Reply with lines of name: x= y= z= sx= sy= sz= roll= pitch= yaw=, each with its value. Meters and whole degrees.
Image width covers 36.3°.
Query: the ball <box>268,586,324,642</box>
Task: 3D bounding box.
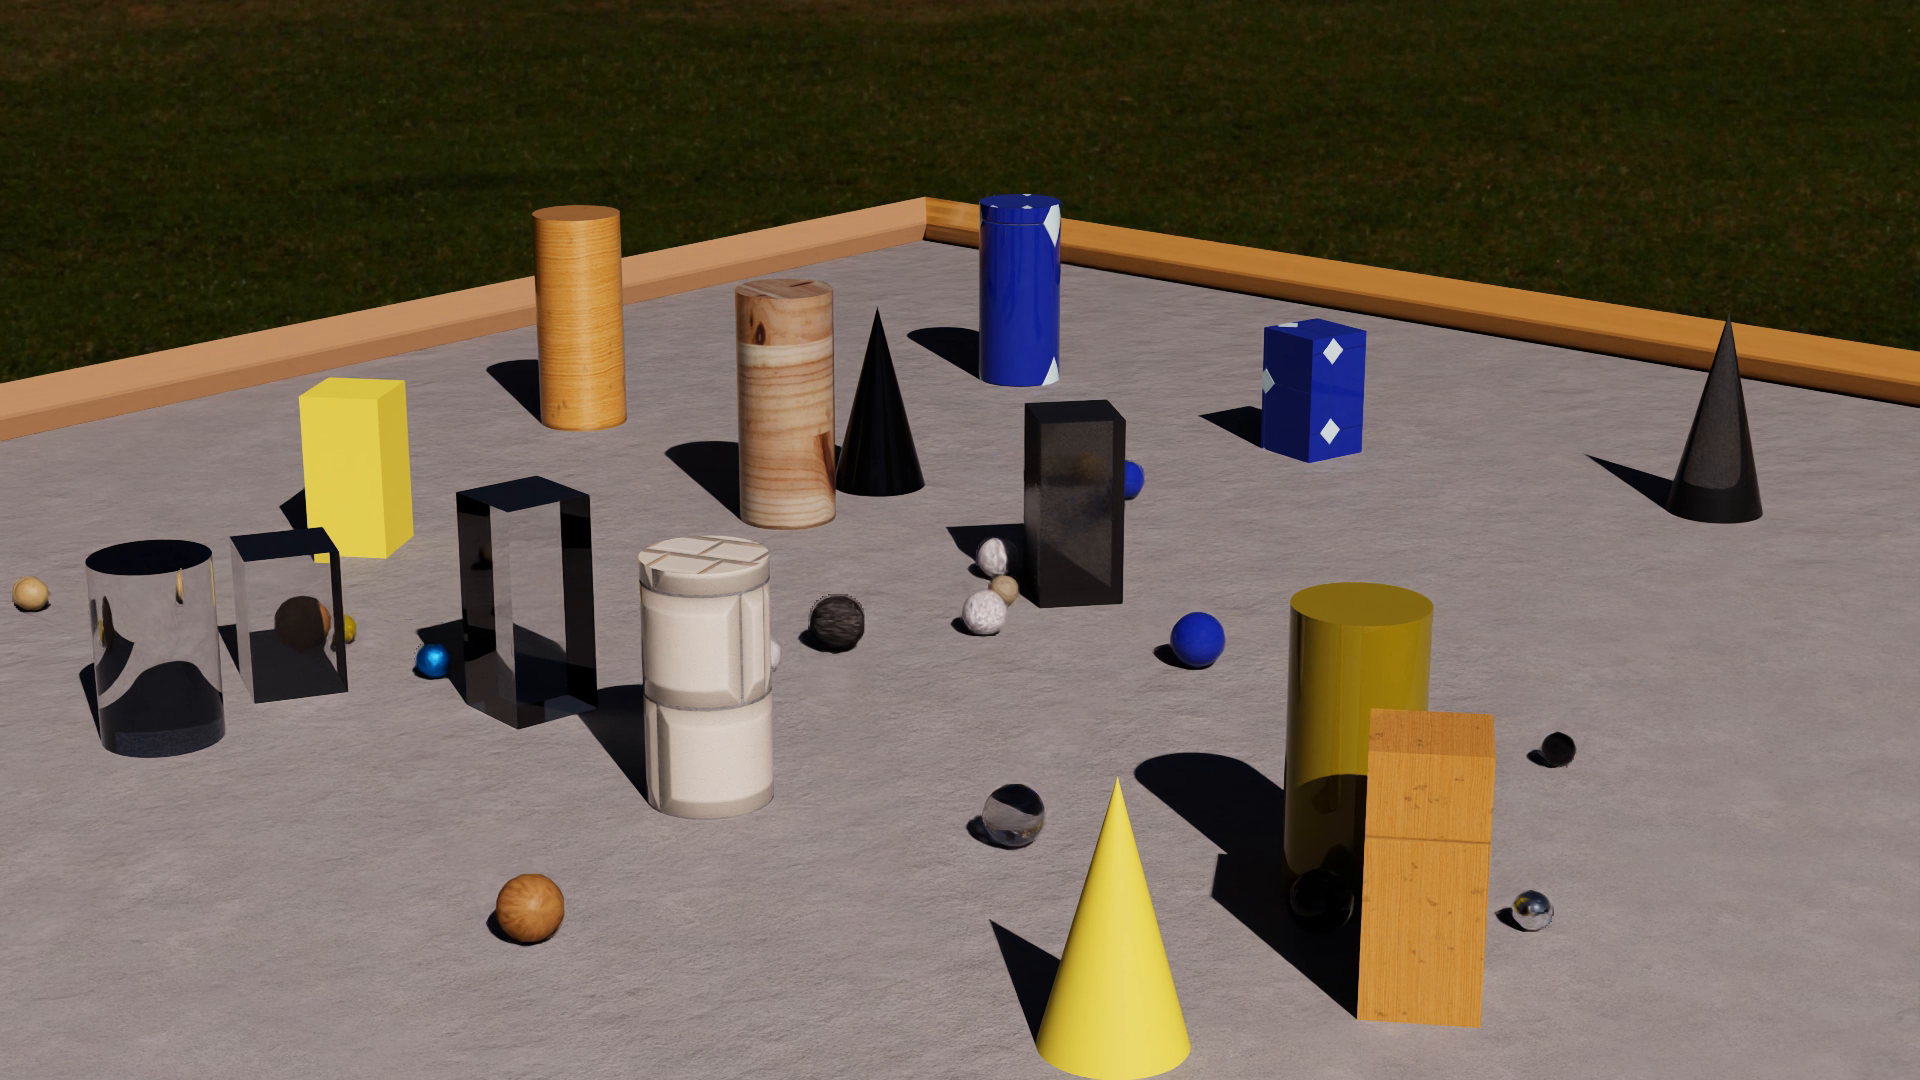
ball: x=-1.100 y=0.123 z=4.864 sx=0.091 sy=0.091 sz=0.091 roll=0 pitch=17 yaw=0

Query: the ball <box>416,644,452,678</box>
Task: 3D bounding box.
ball: x=-0.842 y=0.193 z=4.694 sx=0.056 sy=0.056 sz=0.056 roll=0 pitch=17 yaw=0

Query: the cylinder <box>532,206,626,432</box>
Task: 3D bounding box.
cylinder: x=-0.804 y=-0.470 z=6.206 sx=0.183 sy=0.449 sz=0.183 roll=0 pitch=17 yaw=0

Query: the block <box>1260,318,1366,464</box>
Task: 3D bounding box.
block: x=0.723 y=-0.307 z=6.002 sx=0.146 sy=0.255 sz=0.146 roll=-12 pitch=20 yaw=-34

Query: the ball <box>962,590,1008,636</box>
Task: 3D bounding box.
ball: x=0.041 y=0.121 z=4.898 sx=0.076 sy=0.076 sz=0.076 roll=0 pitch=17 yaw=0

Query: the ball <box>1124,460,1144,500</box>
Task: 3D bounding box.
ball: x=0.320 y=-0.116 z=5.682 sx=0.075 sy=0.075 sz=0.075 roll=0 pitch=17 yaw=0

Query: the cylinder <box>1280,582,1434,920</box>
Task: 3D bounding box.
cylinder: x=0.516 y=0.275 z=3.827 sx=0.183 sy=0.403 sz=0.183 roll=0 pitch=17 yaw=0

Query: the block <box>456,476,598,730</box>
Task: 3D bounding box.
block: x=-0.667 y=0.094 z=4.520 sx=0.146 sy=0.345 sz=0.146 roll=-14 pitch=22 yaw=-39

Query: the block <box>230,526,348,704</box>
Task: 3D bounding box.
block: x=-1.062 y=0.117 z=4.639 sx=0.146 sy=0.232 sz=0.146 roll=-7 pitch=18 yaw=-21

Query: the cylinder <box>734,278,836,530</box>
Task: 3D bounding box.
cylinder: x=-0.327 y=-0.256 z=5.512 sx=0.183 sy=0.441 sz=0.183 roll=0 pitch=17 yaw=0

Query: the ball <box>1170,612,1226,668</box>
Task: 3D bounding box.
ball: x=0.385 y=0.161 z=4.741 sx=0.090 sy=0.090 sz=0.090 roll=0 pitch=17 yaw=0

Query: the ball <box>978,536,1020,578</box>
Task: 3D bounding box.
ball: x=0.069 y=0.032 z=5.196 sx=0.074 sy=0.074 sz=0.074 roll=0 pitch=17 yaw=0

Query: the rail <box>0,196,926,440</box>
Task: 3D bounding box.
rail: x=-1.625 y=-0.379 z=6.472 sx=0.045 sy=0.119 sz=4.717 roll=14 pitch=22 yaw=39

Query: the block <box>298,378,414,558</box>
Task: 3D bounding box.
block: x=-1.101 y=-0.133 z=5.355 sx=0.146 sy=0.296 sz=0.146 roll=3 pitch=17 yaw=9

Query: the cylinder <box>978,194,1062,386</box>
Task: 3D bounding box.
cylinder: x=0.134 y=-0.561 z=6.587 sx=0.183 sy=0.403 sz=0.183 roll=0 pitch=17 yaw=0

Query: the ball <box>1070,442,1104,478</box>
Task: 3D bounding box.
ball: x=0.253 y=-0.159 z=5.836 sx=0.068 sy=0.068 sz=0.068 roll=0 pitch=17 yaw=0

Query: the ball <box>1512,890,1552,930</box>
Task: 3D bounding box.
ball: x=0.735 y=0.476 z=3.768 sx=0.051 sy=0.051 sz=0.051 roll=0 pitch=17 yaw=0

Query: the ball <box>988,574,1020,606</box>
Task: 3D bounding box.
ball: x=0.075 y=0.087 z=5.048 sx=0.054 sy=0.054 sz=0.054 roll=0 pitch=17 yaw=0

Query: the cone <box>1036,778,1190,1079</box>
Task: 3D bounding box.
cone: x=0.181 y=0.433 z=3.413 sx=0.183 sy=0.339 sz=0.183 roll=0 pitch=17 yaw=0

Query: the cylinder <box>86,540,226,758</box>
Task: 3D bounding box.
cylinder: x=-1.207 y=0.162 z=4.404 sx=0.183 sy=0.284 sz=0.183 roll=0 pitch=17 yaw=0

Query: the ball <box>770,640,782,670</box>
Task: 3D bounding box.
ball: x=-0.314 y=0.185 z=4.721 sx=0.055 sy=0.055 sz=0.055 roll=0 pitch=17 yaw=0

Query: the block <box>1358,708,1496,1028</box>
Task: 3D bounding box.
block: x=0.561 y=0.394 z=3.533 sx=0.146 sy=0.345 sz=0.146 roll=3 pitch=17 yaw=8

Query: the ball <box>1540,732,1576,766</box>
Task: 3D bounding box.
ball: x=0.882 y=0.309 z=4.320 sx=0.051 sy=0.051 sz=0.051 roll=0 pitch=17 yaw=0

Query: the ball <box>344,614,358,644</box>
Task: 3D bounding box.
ball: x=-1.023 y=0.147 z=4.856 sx=0.050 sy=0.050 sz=0.050 roll=0 pitch=17 yaw=0

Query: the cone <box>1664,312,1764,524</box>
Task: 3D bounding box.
cone: x=1.444 y=-0.243 z=5.560 sx=0.183 sy=0.389 sz=0.183 roll=0 pitch=17 yaw=0

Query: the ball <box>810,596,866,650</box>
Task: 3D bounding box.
ball: x=-0.201 y=0.137 z=4.820 sx=0.091 sy=0.091 sz=0.091 roll=0 pitch=17 yaw=0

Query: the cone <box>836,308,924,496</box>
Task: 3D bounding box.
cone: x=-0.160 y=-0.282 z=5.741 sx=0.183 sy=0.358 sz=0.183 roll=0 pitch=17 yaw=0

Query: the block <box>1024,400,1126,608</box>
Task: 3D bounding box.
block: x=0.197 y=-0.064 z=5.073 sx=0.146 sy=0.327 sz=0.146 roll=-3 pitch=17 yaw=-9

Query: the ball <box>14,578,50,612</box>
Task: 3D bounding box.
ball: x=-1.589 y=0.093 z=5.020 sx=0.058 sy=0.058 sz=0.058 roll=0 pitch=17 yaw=0

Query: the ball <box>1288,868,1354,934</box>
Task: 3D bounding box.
ball: x=0.462 y=0.463 z=3.753 sx=0.085 sy=0.085 sz=0.085 roll=0 pitch=17 yaw=0

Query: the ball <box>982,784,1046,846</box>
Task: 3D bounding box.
ball: x=0.074 y=0.378 z=4.030 sx=0.087 sy=0.087 sz=0.087 roll=0 pitch=17 yaw=0

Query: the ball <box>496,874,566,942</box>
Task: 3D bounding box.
ball: x=-0.547 y=0.468 z=3.731 sx=0.088 sy=0.088 sz=0.088 roll=0 pitch=17 yaw=0

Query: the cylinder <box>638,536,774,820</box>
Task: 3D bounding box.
cylinder: x=-0.359 y=0.194 z=4.161 sx=0.183 sy=0.363 sz=0.183 roll=0 pitch=17 yaw=0

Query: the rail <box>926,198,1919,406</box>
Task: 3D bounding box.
rail: x=1.531 y=-0.481 z=6.809 sx=4.352 sy=0.119 sz=0.045 roll=14 pitch=22 yaw=39
